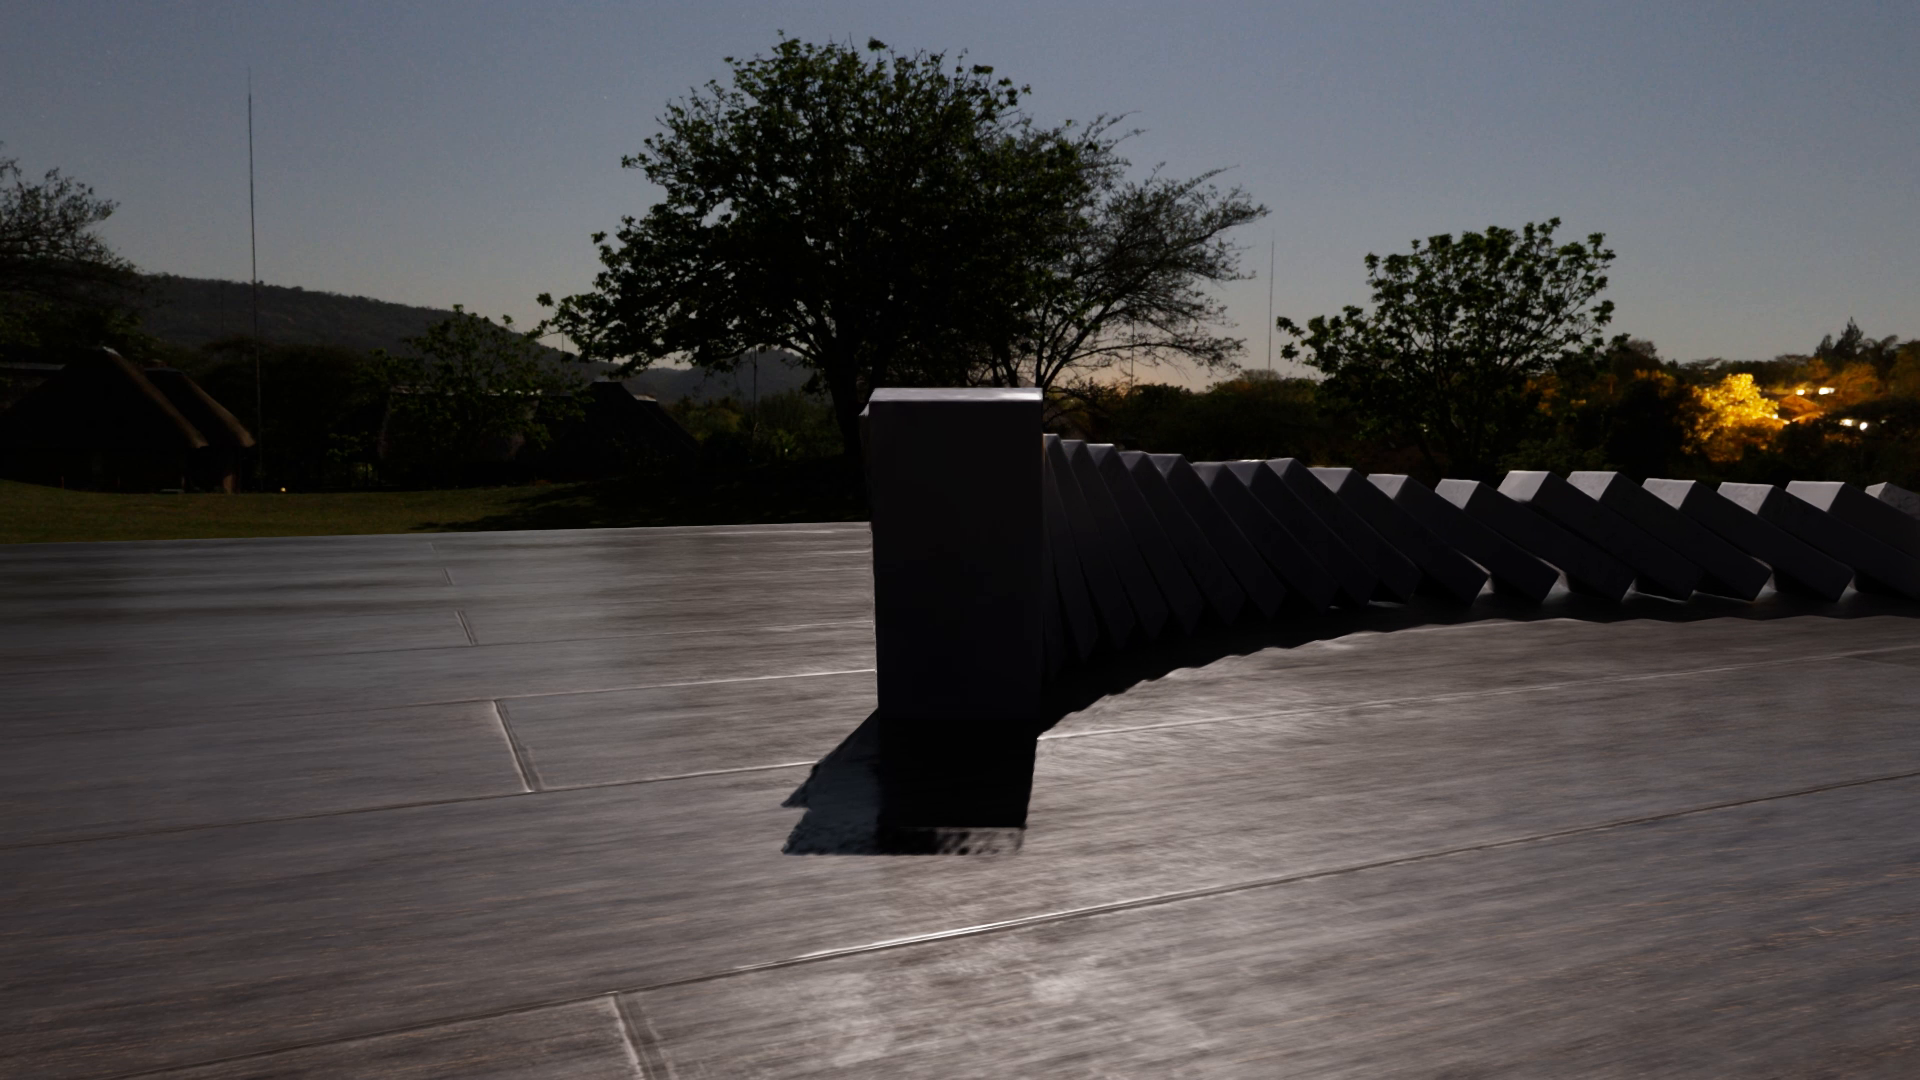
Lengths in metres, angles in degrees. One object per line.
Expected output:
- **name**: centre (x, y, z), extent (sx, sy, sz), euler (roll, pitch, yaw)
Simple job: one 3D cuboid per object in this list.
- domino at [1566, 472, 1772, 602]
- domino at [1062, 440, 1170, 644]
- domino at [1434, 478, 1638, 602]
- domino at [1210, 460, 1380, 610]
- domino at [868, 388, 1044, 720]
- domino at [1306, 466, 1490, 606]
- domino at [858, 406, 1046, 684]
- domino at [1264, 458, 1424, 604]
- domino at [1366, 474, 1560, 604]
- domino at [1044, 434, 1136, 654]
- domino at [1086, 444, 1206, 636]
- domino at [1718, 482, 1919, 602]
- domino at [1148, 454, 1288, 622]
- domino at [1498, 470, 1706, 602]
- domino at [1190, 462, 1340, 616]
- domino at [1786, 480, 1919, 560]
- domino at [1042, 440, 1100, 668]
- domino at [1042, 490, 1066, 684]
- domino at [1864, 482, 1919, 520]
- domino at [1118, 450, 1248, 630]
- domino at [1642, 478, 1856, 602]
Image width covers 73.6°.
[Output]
- **domino**: centre (0.193, -0.002, 0.354), extent (0.050, 0.009, 0.025), euler (32, 2, -2)
- **domino**: centre (0.023, 0.001, 0.268), extent (0.025, 0.050, 0.010), euler (4, 48, 39)
- **domino**: centre (0.157, 0.000, 0.354), extent (0.050, 0.009, 0.025), euler (29, 3, -4)
- **domino**: centre (0.081, -0.001, 0.326), extent (0.050, 0.010, 0.025), euler (40, -17, -25)
- **domino**: centre (0.000, 0.003, 0.195), extent (0.025, 0.050, 0.010), euler (0, 18, 2)
- **domino**: centre (0.114, -0.001, 0.344), extent (0.050, 0.010, 0.025), euler (35, -5, -14)
- **domino**: centre (-0.001, 0.002, 0.210), extent (0.025, 0.050, 0.010), euler (1, 25, 14)
- **domino**: centre (0.094, -0.002, 0.335), extent (0.050, 0.010, 0.025), euler (38, -13, -18)
- **domino**: centre (0.135, -0.001, 0.351), extent (0.050, 0.009, 0.025), euler (31, 1, -7)
- **domino**: centre (0.015, 0.001, 0.255), extent (0.025, 0.050, 0.010), euler (3, 45, 35)
- **domino**: centre (0.032, 0.000, 0.280), extent (0.025, 0.050, 0.009), euler (4, 50, 44)
- **domino**: centre (0.238, 0.000, 0.356), extent (0.050, 0.010, 0.025), euler (28, 5, 0)
- **domino**: centre (0.054, 0.000, 0.304), extent (0.025, 0.009, 0.050), euler (6, -35, 53)
- **domino**: centre (0.175, -0.002, 0.354), extent (0.050, 0.009, 0.025), euler (32, 2, -2)
- **domino**: centre (0.069, 0.000, 0.317), extent (0.050, 0.009, 0.025), euler (41, -17, -28)
- **domino**: centre (0.258, 0.000, 0.356), extent (0.050, 0.009, 0.025), euler (28, 5, 1)
- **domino**: centre (0.008, 0.001, 0.240), extent (0.025, 0.050, 0.009), euler (2, 39, 29)
- **domino**: centre (0.002, 0.001, 0.224), extent (0.025, 0.050, 0.010), euler (2, 30, 21)
- **domino**: centre (0.282, 0.000, 0.361), extent (0.050, 0.009, 0.025), euler (30, 11, 22)
- **domino**: centre (0.043, 0.000, 0.293), extent (0.025, 0.009, 0.050), euler (5, -36, 49)
- **domino**: centre (0.216, 0.000, 0.356), extent (0.050, 0.010, 0.025), euler (29, 4, -2)
